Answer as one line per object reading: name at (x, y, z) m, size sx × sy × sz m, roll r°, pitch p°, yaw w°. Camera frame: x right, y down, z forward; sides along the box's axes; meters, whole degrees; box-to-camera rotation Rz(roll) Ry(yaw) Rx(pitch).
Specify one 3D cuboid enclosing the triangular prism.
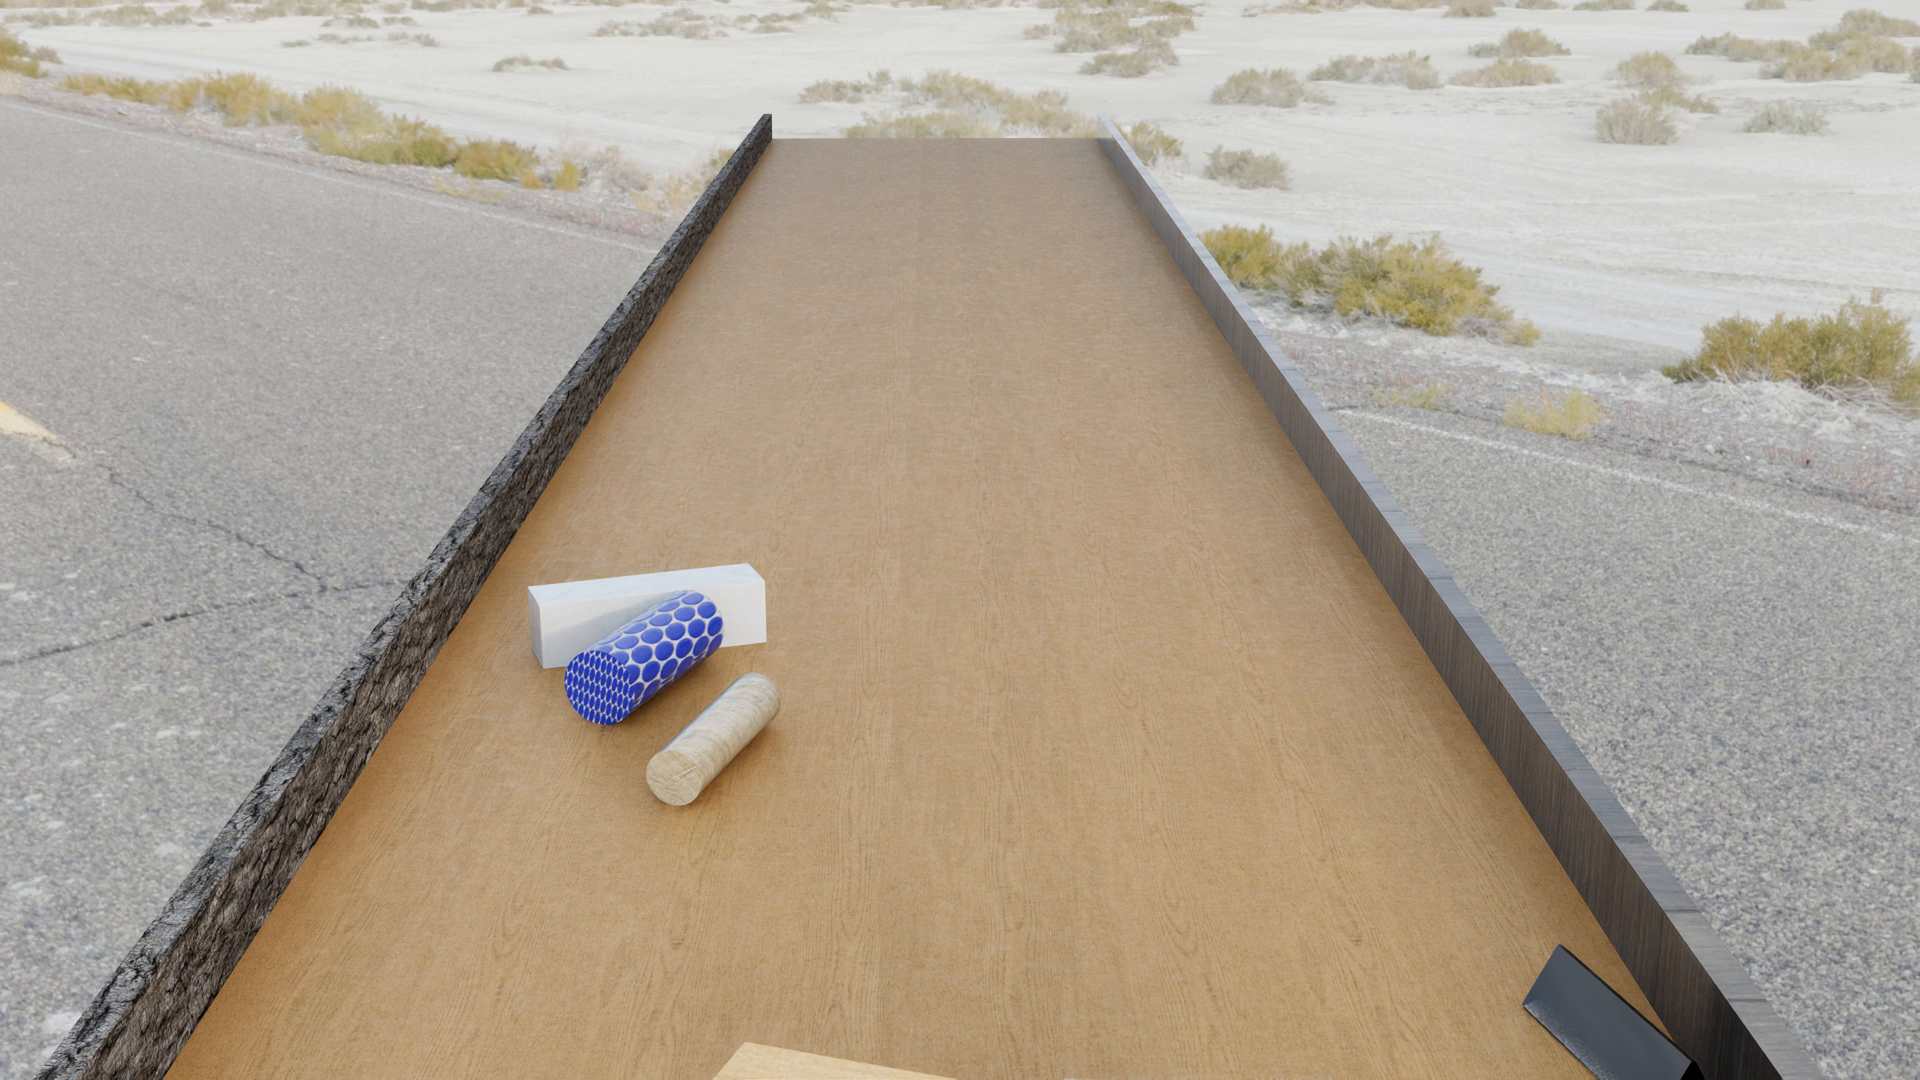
triangular prism at (0.870, 0.645, 2.896) m, size 0.102 × 0.088 × 0.326 m, roll -5°, pitch 17°, yaw -14°

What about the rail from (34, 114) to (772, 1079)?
rail at (-1.118, -0.838, 7.780) m, size 0.050 × 0.150 × 12.000 m, roll 0°, pitch 17°, yaw -1°

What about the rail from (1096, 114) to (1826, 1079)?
rail at (0.932, -0.844, 7.801) m, size 0.050 × 0.150 × 12.000 m, roll 0°, pitch 17°, yaw -1°

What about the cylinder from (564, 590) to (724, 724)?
cylinder at (-0.601, 0.221, 4.229) m, size 0.145 × 0.145 × 0.384 m, roll 6°, pitch 18°, yaw 19°

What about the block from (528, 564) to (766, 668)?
block at (-0.636, 0.152, 4.484) m, size 0.459 × 0.132 × 0.132 m, roll -6°, pitch 18°, yaw -20°

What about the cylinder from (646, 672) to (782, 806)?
cylinder at (-0.430, 0.347, 3.884) m, size 0.100 × 0.100 × 0.393 m, roll 4°, pitch 17°, yaw 15°

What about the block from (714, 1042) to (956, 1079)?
block at (-0.091, 0.711, 2.642) m, size 0.410 × 0.110 × 0.110 m, roll 6°, pitch 17°, yaw 18°
